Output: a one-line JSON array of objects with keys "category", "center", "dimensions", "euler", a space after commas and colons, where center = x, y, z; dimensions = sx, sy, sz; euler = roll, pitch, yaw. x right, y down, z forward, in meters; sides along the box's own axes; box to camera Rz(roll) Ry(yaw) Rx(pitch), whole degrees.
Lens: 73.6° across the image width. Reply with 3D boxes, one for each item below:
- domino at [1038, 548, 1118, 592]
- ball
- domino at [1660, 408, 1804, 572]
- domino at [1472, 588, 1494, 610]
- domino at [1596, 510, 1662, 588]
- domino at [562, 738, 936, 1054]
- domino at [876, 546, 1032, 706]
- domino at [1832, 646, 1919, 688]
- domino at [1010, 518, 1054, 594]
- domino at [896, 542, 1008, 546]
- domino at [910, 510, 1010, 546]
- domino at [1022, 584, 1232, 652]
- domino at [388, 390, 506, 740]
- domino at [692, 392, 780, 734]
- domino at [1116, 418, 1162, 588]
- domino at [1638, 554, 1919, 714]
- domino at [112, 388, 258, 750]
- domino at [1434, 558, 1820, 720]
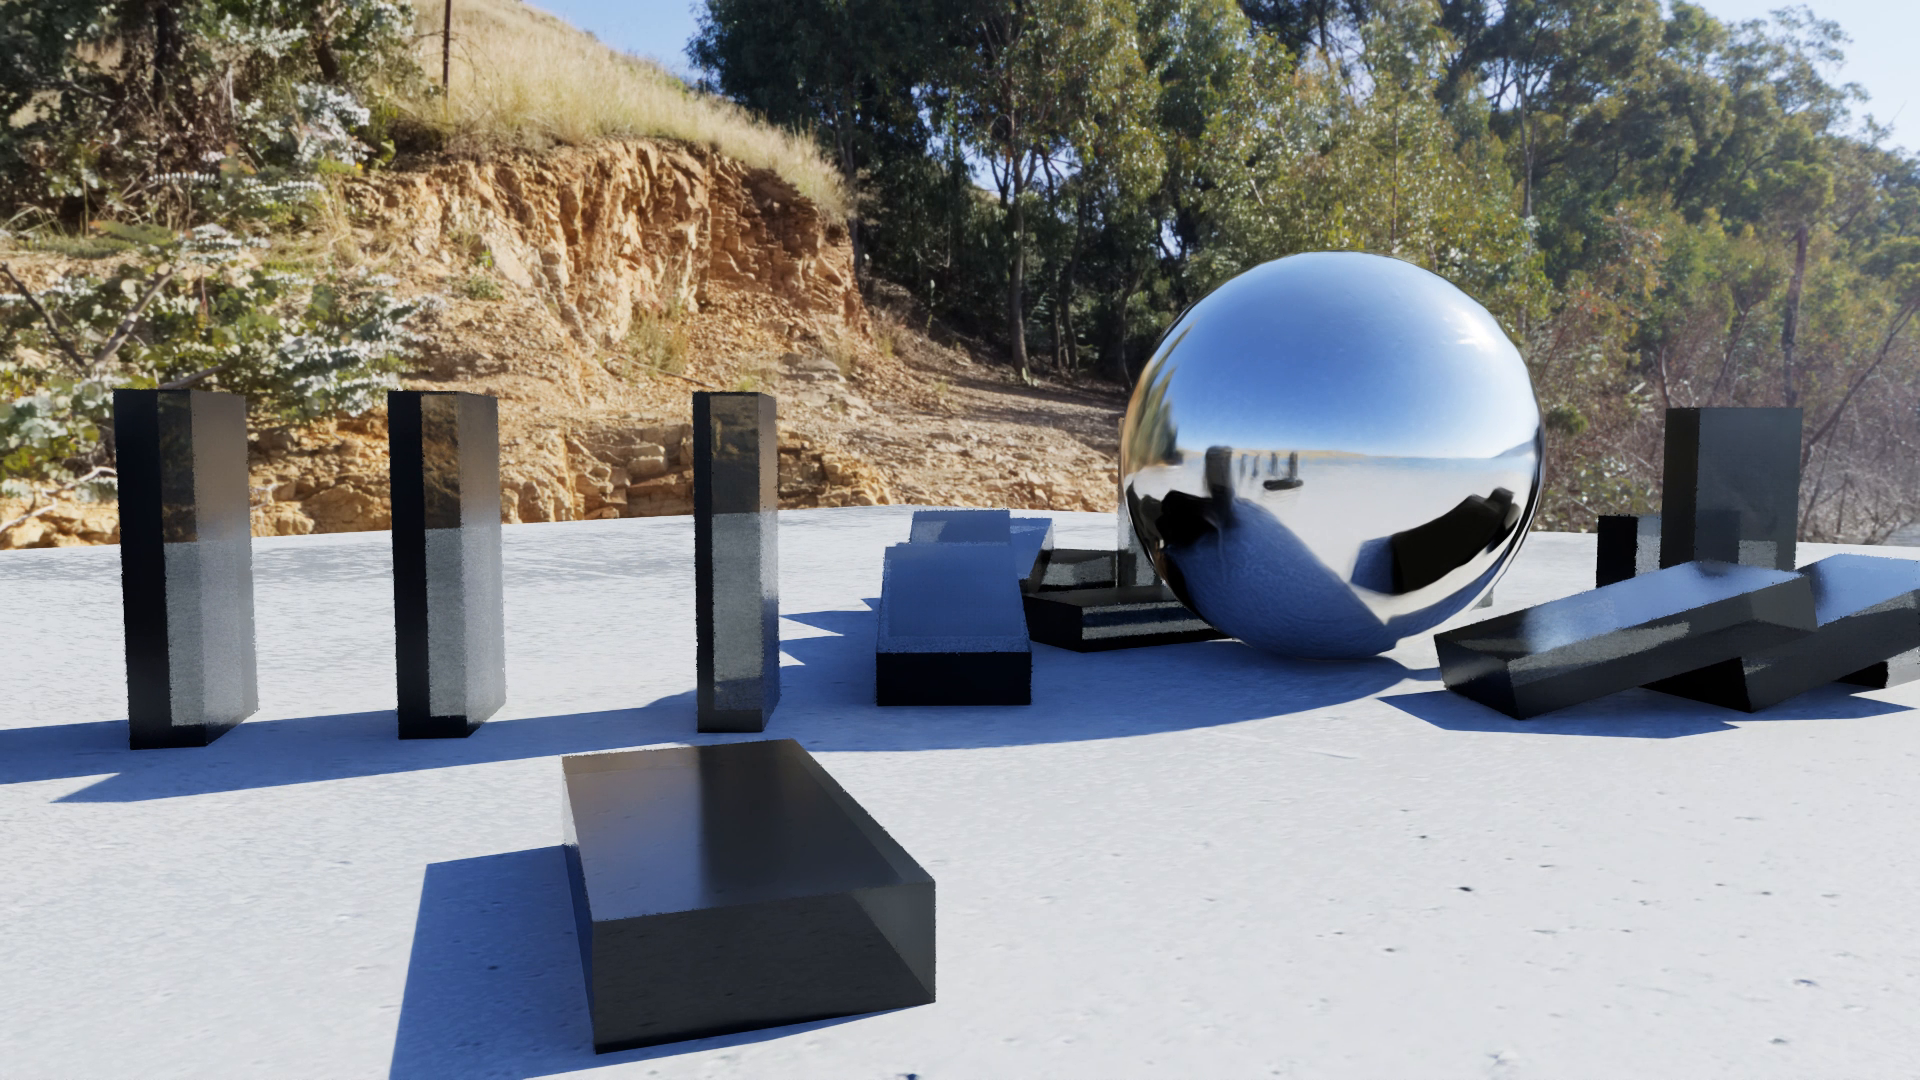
[{"category": "domino", "center": [0.031, 0.009, 0.379], "dimensions": [0.025, 0.009, 0.050], "euler": [2, 5, 26]}, {"category": "ball", "center": [0.072, -0.016, 0.253], "dimensions": [0.080, 0.080, 0.080], "euler": [0, 4, 0]}, {"category": "domino", "center": [0.163, -0.003, 0.272], "dimensions": [0.025, 0.050, 0.010], "euler": [-1, 4, -12]}, {"category": "domino", "center": [0.128, -0.007, 0.329], "dimensions": [0.025, 0.050, 0.010], "euler": [-4, 6, -45]}, {"category": "domino", "center": [0.180, 0.005, 0.328], "dimensions": [0.050, 0.025, 0.009], "euler": [-3, 5, -38]}, {"category": "domino", "center": [-0.022, 0.029, 0.117], "dimensions": [0.025, 0.009, 0.050], "euler": [-2, 5, -20]}, {"category": "domino", "center": [-0.002, 0.014, 0.231], "dimensions": [0.025, 0.010, 0.050], "euler": [0, 20, -1]}, {"category": "domino", "center": [0.174, 0.019, 0.248], "dimensions": [0.050, 0.009, 0.025], "euler": [-3, 5, -35]}, {"category": "domino", "center": [0.009, 0.006, 0.343], "dimensions": [0.025, 0.009, 0.050], "euler": [1, 19, 11]}, {"category": "domino", "center": [-0.001, 0.012, 0.267], "dimensions": [0.025, 0.010, 0.050], "euler": [0, 17, -1]}, {"category": "domino", "center": [0.000, 0.006, 0.313], "dimensions": [0.025, 0.010, 0.050], "euler": [-1, 23, 2]}, {"category": "domino", "center": [0.040, 0.017, 0.284], "dimensions": [0.050, 0.010, 0.025], "euler": [-2, 5, -30]}, {"category": "domino", "center": [-0.078, 0.003, 0.196], "dimensions": [0.010, 0.050, 0.025], "euler": [-1, 4, -7]}, {"category": "domino", "center": [-0.034, 0.003, 0.200], "dimensions": [0.010, 0.050, 0.025], "euler": [0, 4, -2]}, {"category": "domino", "center": [0.052, -0.010, 0.368], "dimensions": [0.009, 0.050, 0.025], "euler": [0, 4, 0]}, {"category": "domino", "center": [0.144, 0.015, 0.220], "dimensions": [0.050, 0.009, 0.025], "euler": [-17, 8, -14]}, {"category": "domino", "center": [-0.114, 0.003, 0.190], "dimensions": [0.010, 0.050, 0.025], "euler": [-1, 4, -14]}, {"category": "domino", "center": [0.108, 0.015, 0.211], "dimensions": [0.050, 0.010, 0.025], "euler": [-15, 6, -3]}]
